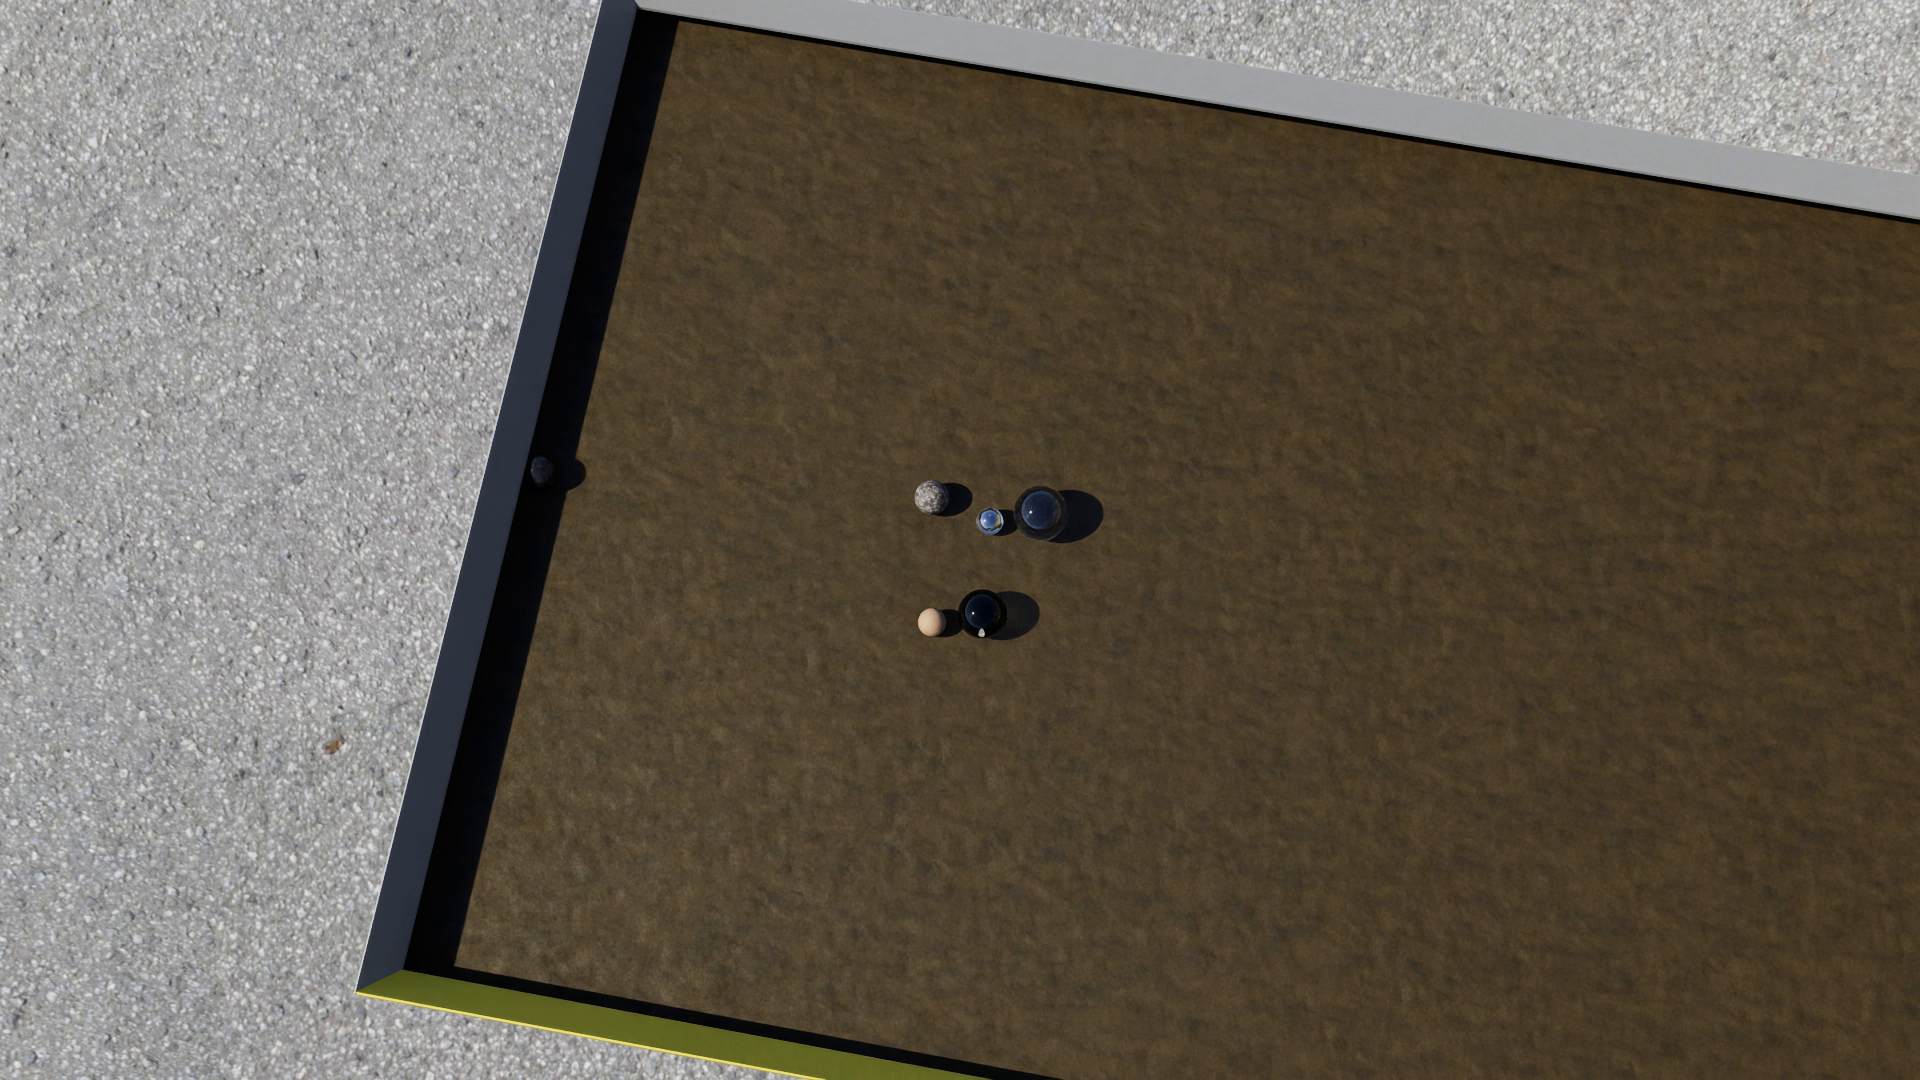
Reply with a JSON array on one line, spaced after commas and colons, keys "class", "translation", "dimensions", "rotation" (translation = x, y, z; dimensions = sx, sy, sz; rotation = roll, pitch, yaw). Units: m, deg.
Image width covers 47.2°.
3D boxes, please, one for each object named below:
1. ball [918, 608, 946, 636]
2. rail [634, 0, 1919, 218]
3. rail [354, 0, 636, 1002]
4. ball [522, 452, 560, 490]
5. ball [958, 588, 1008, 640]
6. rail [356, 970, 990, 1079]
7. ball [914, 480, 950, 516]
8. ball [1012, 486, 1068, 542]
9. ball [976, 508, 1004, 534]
[{"class": "ball", "translation": [-0.042, 0.125, 3.331], "dimensions": [0.044, 0.044, 0.044], "rotation": [0, 75, 0]}, {"class": "rail", "translation": [0.851, -0.645, 3.506], "dimensions": [2.877, 0.110, 0.045], "rotation": [10, 75, 3]}, {"class": "rail", "translation": [-0.685, -0.126, 3.364], "dimensions": [0.045, 0.110, 1.652], "rotation": [10, 75, 3]}, {"class": "ball", "translation": [-0.647, -0.106, 3.387], "dimensions": [0.057, 0.057, 0.057], "rotation": [0, 75, 0]}, {"class": "ball", "translation": [0.034, 0.112, 3.318], "dimensions": [0.076, 0.076, 0.076], "rotation": [0, 75, 0]}, {"class": "rail", "translation": [0.565, 0.878, 3.091], "dimensions": [2.877, 0.110, 0.045], "rotation": [10, 75, 3]}, {"class": "ball", "translation": [-0.043, -0.065, 3.378], "dimensions": [0.054, 0.054, 0.054], "rotation": [0, 75, 0]}, {"class": "ball", "translation": [0.123, -0.041, 3.355], "dimensions": [0.085, 0.085, 0.085], "rotation": [0, 75, 0]}, {"class": "ball", "translation": [0.046, -0.029, 3.374], "dimensions": [0.042, 0.042, 0.042], "rotation": [0, 75, 0]}]
